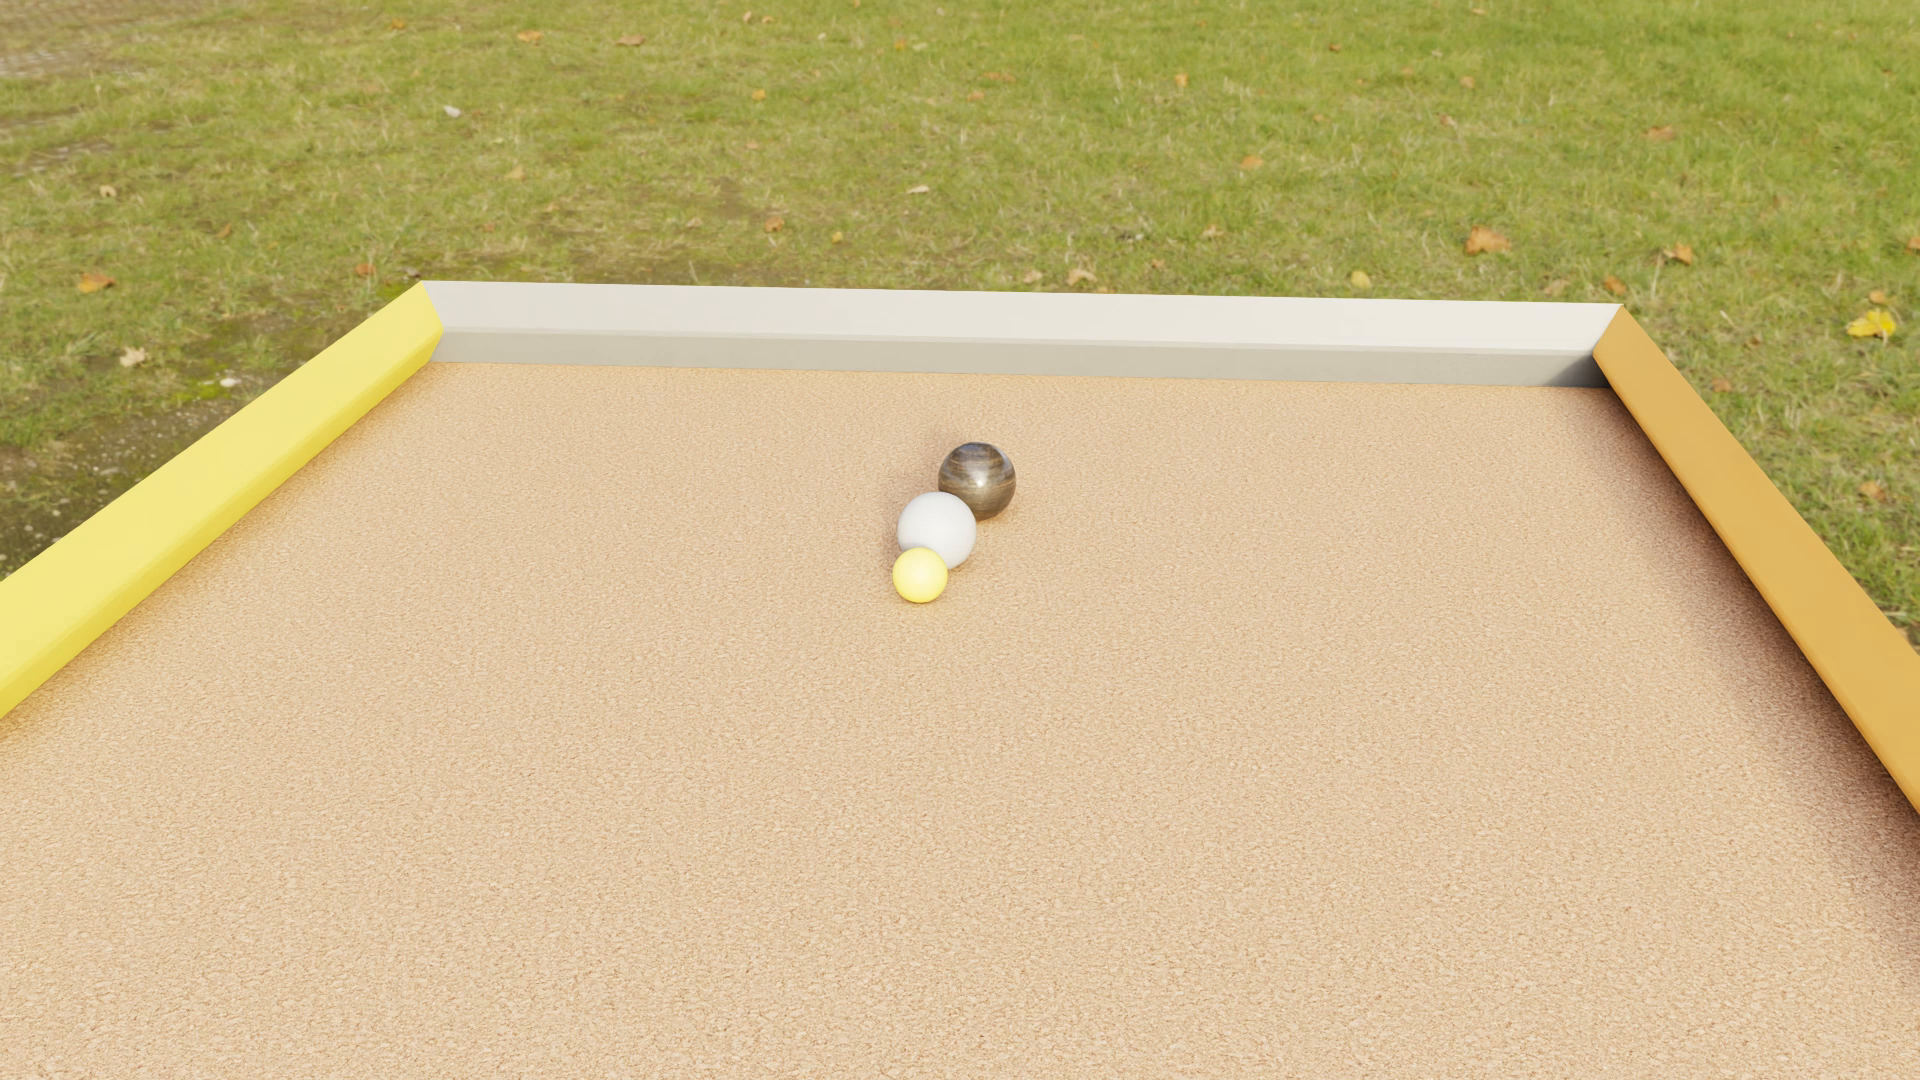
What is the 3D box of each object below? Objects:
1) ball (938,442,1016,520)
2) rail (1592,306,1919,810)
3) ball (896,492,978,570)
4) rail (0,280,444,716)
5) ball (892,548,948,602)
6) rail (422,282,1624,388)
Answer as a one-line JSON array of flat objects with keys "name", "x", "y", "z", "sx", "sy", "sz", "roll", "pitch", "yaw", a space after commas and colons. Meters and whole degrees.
[{"name": "ball", "x": 0.021, "y": -0.073, "z": 2.732, "sx": 0.098, "sy": 0.098, "sz": 0.098, "roll": 0, "pitch": 20, "yaw": 0}, {"name": "rail", "x": 0.815, "y": 0.299, "z": 1.644, "sx": 0.045, "sy": 0.128, "sz": 3.520, "roll": 2, "pitch": 20, "yaw": 5}, {"name": "ball", "x": -0.027, "y": -0.010, "z": 2.561, "sx": 0.094, "sy": 0.094, "sz": 0.094, "roll": 0, "pitch": 20, "yaw": 0}, {"name": "rail", "x": -0.963, "y": 0.249, "z": 1.785, "sx": 0.045, "sy": 0.128, "sz": 3.520, "roll": 2, "pitch": 20, "yaw": 5}, {"name": "ball", "x": -0.045, "y": 0.039, "z": 2.471, "sx": 0.062, "sy": 0.062, "sz": 0.062, "roll": 0, "pitch": 20, "yaw": 0}, {"name": "rail", "x": 0.072, "y": -0.309, "z": 3.343, "sx": 1.831, "sy": 0.128, "sz": 0.045, "roll": 2, "pitch": 20, "yaw": 5}]
